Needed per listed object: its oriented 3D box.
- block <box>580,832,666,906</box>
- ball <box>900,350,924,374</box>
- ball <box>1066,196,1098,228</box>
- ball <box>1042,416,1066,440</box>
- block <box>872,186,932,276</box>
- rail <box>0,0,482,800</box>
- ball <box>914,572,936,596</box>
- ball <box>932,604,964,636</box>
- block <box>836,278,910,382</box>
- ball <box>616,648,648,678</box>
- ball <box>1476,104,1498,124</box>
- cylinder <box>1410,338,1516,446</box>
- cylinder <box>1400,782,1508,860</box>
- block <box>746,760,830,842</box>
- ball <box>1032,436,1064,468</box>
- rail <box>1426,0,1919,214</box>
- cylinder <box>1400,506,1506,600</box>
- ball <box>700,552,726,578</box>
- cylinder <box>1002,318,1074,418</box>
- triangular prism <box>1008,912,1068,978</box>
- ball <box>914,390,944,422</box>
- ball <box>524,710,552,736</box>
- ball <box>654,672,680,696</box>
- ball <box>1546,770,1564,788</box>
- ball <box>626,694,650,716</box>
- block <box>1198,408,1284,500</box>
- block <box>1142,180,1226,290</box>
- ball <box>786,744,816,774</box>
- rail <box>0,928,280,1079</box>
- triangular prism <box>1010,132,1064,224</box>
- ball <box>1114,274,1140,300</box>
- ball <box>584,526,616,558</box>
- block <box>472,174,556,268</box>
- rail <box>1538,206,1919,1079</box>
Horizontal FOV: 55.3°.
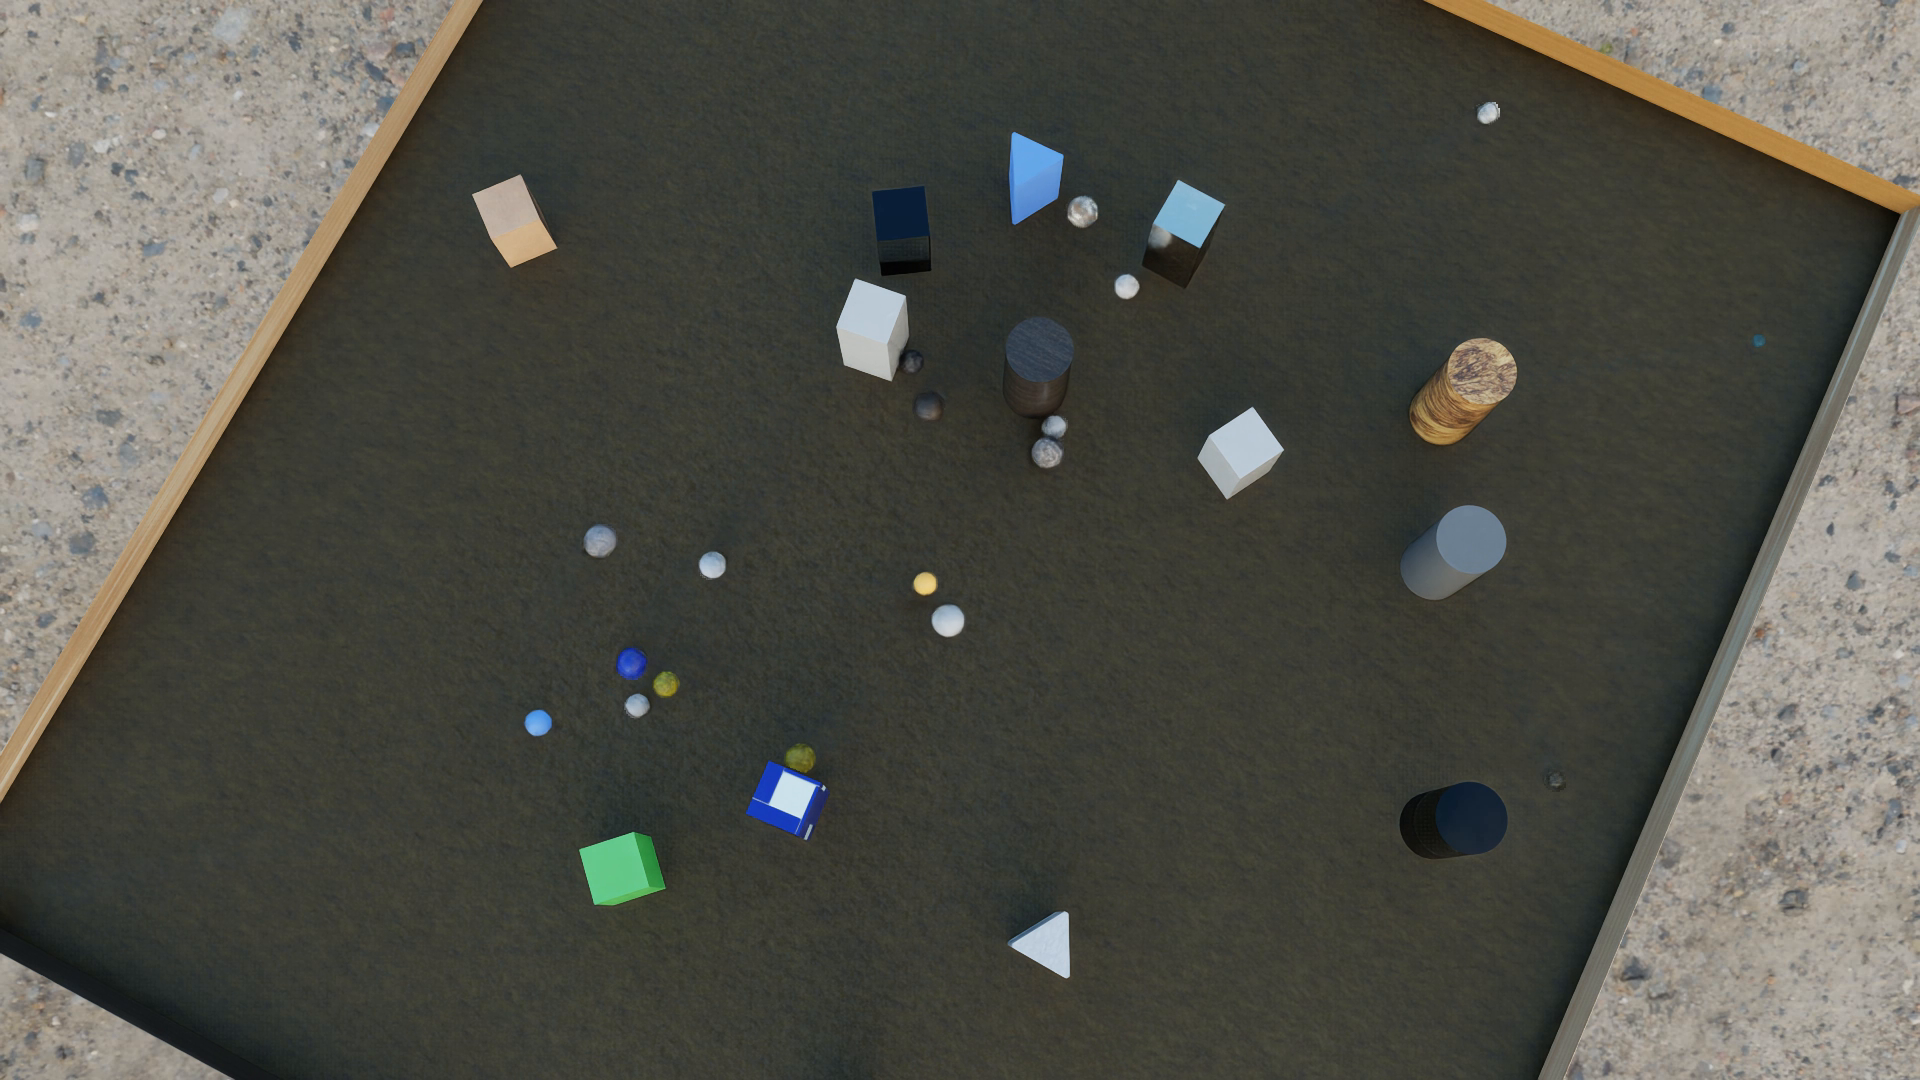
[{"bbox_3d":[-0.967,0.947,5.269,0.158,0.296,0.158,-18,79,-4],"label":"block"},{"bbox_3d":[-0.151,-0.553,5.693,0.076,0.076,0.076,0,78,0],"label":"ball"},{"bbox_3d":[0.387,-1.035,5.780,0.099,0.099,0.099,0,78,0],"label":"ball"},{"bbox_3d":[0.289,-0.347,5.650,0.075,0.075,0.075,0,78,0],"label":"ball"},{"bbox_3d":[-0.178,-0.950,5.657,0.158,0.307,0.158,-6,78,-1],"label":"block"},{"bbox_3d":[-1.966,-0.956,5.748,0.045,0.129,4.626,26,80,5],"label":"rail"},{"bbox_3d":[-0.106,0.133,5.553,0.070,0.070,0.070,0,78,0],"label":"ball"},{"bbox_3d":[-0.036,0.242,5.516,0.099,0.099,0.099,0,78,0],"label":"ball"},{"bbox_3d":[-0.261,-0.632,5.554,0.158,0.378,0.158,19,79,4],"label":"block"},{"bbox_3d":[-0.984,0.367,5.495,0.090,0.090,0.090,0,78,0],"label":"ball"},{"bbox_3d":[1.688,-1.366,5.867,0.063,0.063,0.063,0,78,0],"label":"ball"},{"bbox_3d":[1.496,-0.437,5.472,0.198,0.461,0.198,0,78,0],"label":"cylinder"},{"bbox_3d":[1.404,0.805,5.235,0.198,0.421,0.198,0,78,0],"label":"cylinder"},{"bbox_3d":[-0.490,0.754,5.271,0.158,0.371,0.158,22,79,4],"label":"block"},{"bbox_3d":[0.268,-0.268,5.623,0.097,0.097,0.097,0,78,0],"label":"ball"},{"bbox_3d":[1.024,-1.998,5.964,4.444,0.129,0.045,26,80,5],"label":"rail"},{"bbox_3d":[1.444,0.042,5.388,0.198,0.431,0.198,0,78,0],"label":"cylinder"},{"bbox_3d":[-0.750,0.075,5.560,0.081,0.081,0.081,0,78,0],"label":"ball"},{"bbox_3d":[0.232,-0.513,5.520,0.198,0.397,0.198,0,78,0],"label":"cylinder"},{"bbox_3d":[0.250,1.110,5.135,0.172,0.494,0.149,29,80,6],"label":"triangular prism"},{"bbox_3d":[-0.096,-0.414,5.653,0.097,0.097,0.097,0,78,0],"label":"ball"},{"bbox_3d":[-1.258,0.545,5.464,0.078,0.078,0.078,0,78,0],"label":"ball"},{"bbox_3d":[-0.879,0.431,5.489,0.075,0.075,0.075,0,78,0],"label":"ball"},{"bbox_3d":[1.767,0.712,5.442,0.053,0.053,0.053,0,78,0],"label":"ball"},{"bbox_3d":[-0.963,0.494,5.479,0.069,0.069,0.069,0,78,0],"label":"ball"},{"bbox_3d":[0.844,-0.259,5.532,0.158,0.271,0.158,-33,80,-6],"label":"block"},{"bbox_3d":[0.681,-0.933,5.626,0.158,0.360,0.158,29,80,6],"label":"block"},{"bbox_3d":[-0.472,0.648,5.438,0.087,0.087,0.087,0,78,0],"label":"ball"},{"bbox_3d":[-1.024,2.012,5.133,4.444,0.129,0.045,26,80,5],"label":"rail"},{"bbox_3d":[0.201,-1.142,5.694,0.172,0.312,0.149,-33,80,-6],"label":"triangular prism"},{"bbox_3d":[0.523,-0.793,5.742,0.076,0.076,0.076,0,78,0],"label":"ball"},{"bbox_3d":[-1.094,0.005,5.566,0.098,0.098,0.098,0,78,0],"label":"ball"},{"bbox_3d":[-1.381,-0.989,5.695,0.158,0.247,0.158,-24,79,-5],"label":"block"},{"bbox_3d":[1.966,0.970,5.349,0.045,0.129,4.626,26,80,5],"label":"rail"}]
